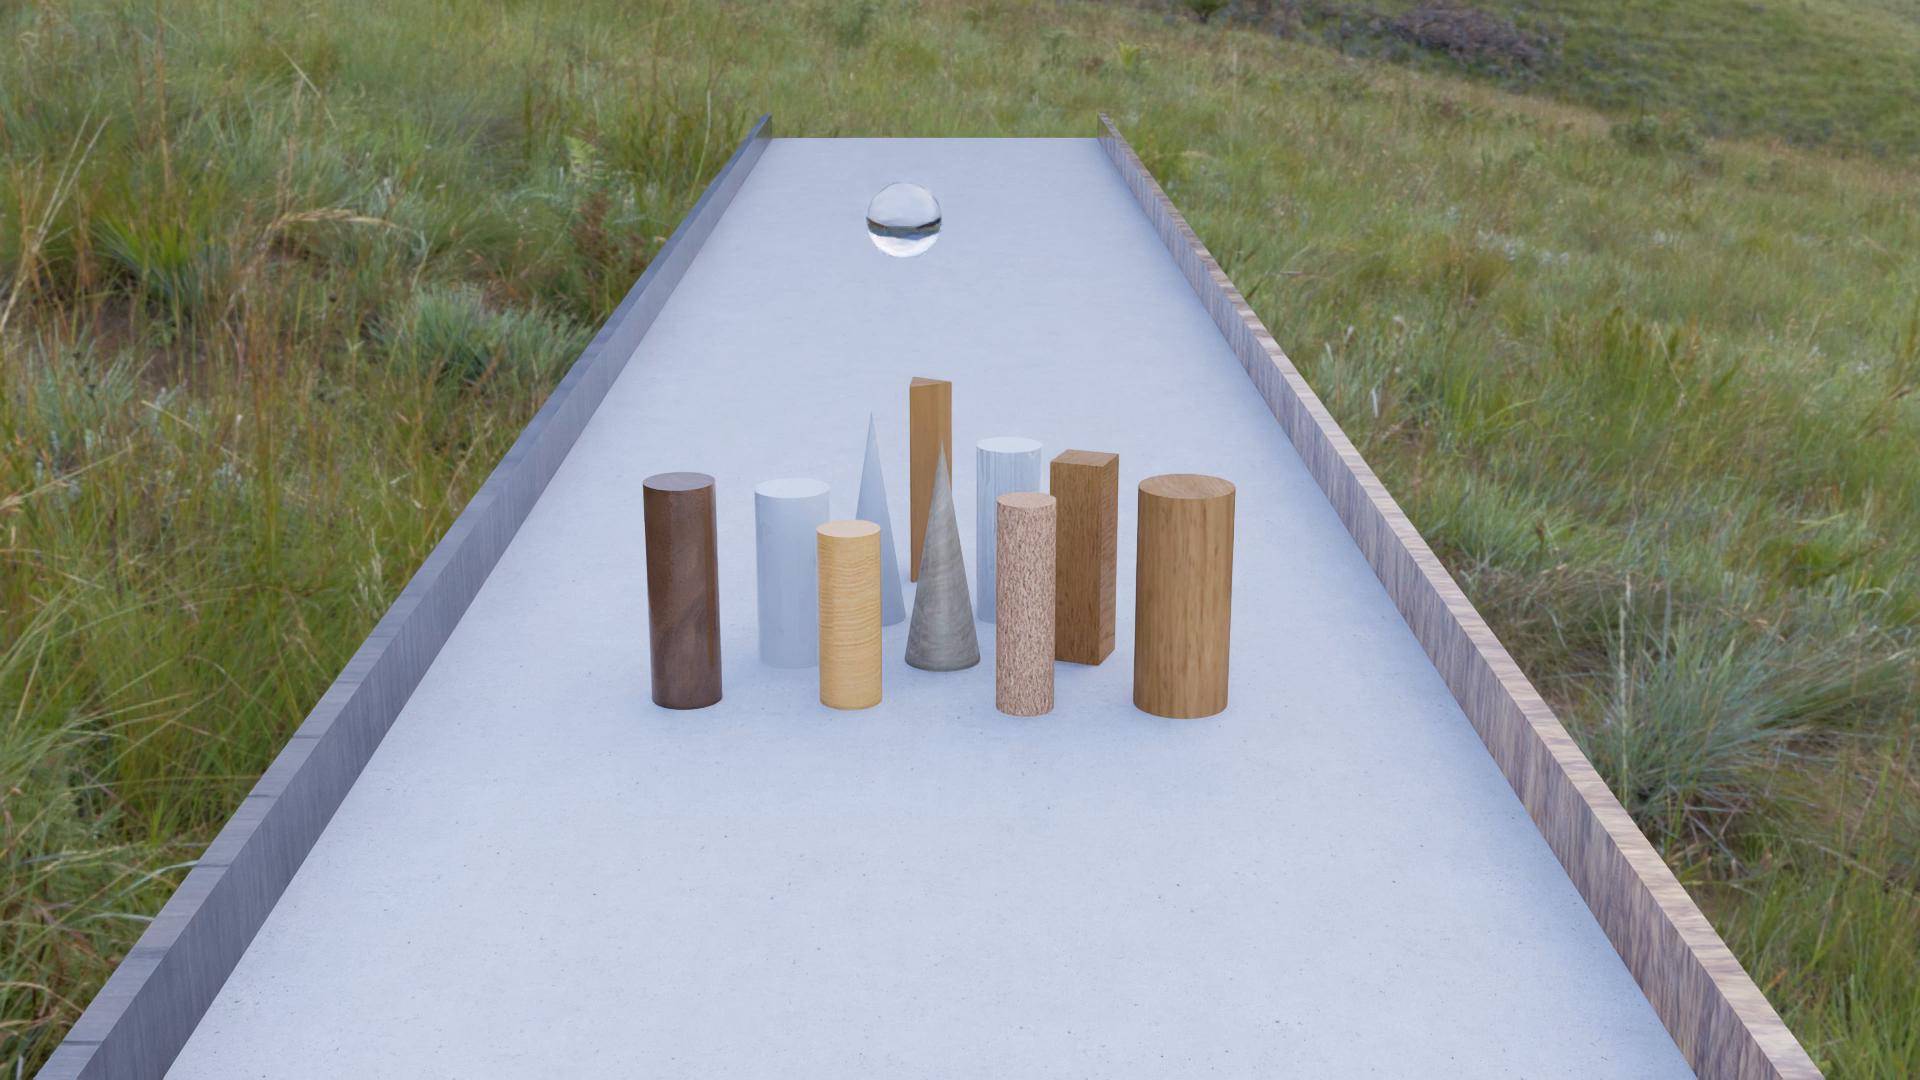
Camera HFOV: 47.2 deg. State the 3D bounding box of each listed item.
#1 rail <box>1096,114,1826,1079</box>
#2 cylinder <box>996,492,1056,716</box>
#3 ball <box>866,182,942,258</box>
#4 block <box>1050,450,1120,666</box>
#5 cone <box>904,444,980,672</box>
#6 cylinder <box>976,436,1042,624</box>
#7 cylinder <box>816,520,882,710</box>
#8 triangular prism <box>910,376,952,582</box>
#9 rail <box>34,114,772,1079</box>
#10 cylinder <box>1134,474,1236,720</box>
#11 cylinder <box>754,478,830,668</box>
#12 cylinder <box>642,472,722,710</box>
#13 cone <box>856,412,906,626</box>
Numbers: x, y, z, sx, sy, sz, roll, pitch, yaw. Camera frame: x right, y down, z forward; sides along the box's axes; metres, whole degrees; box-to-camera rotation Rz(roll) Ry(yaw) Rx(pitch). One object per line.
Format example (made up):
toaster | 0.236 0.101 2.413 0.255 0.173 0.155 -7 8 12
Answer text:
rail | 0.932 -0.844 7.801 0.050 0.150 12.000 0 17 -1
cylinder | 0.123 0.120 4.110 0.110 0.406 0.110 0 17 0
ball | -0.232 -1.332 9.155 0.315 0.315 0.315 0 17 0
block | 0.246 0.035 4.391 0.108 0.410 0.108 6 18 20
cone | -0.035 0.021 4.358 0.154 0.455 0.154 0 17 0
cylinder | 0.103 -0.020 4.637 0.136 0.374 0.136 0 17 0
cylinder | -0.208 0.141 4.155 0.119 0.340 0.119 0 17 0
triangular prism | -0.082 -0.137 4.903 0.101 0.447 0.087 -8 18 -26
rail | -1.118 -0.838 7.780 0.050 0.150 12.000 0 17 -1
cylinder | 0.420 0.104 4.128 0.179 0.426 0.179 0 17 0
cylinder | -0.331 0.066 4.389 0.150 0.352 0.150 0 17 0
cylinder | -0.522 0.096 4.152 0.135 0.429 0.135 0 17 0
cone | -0.183 -0.054 4.613 0.137 0.452 0.137 0 17 0
